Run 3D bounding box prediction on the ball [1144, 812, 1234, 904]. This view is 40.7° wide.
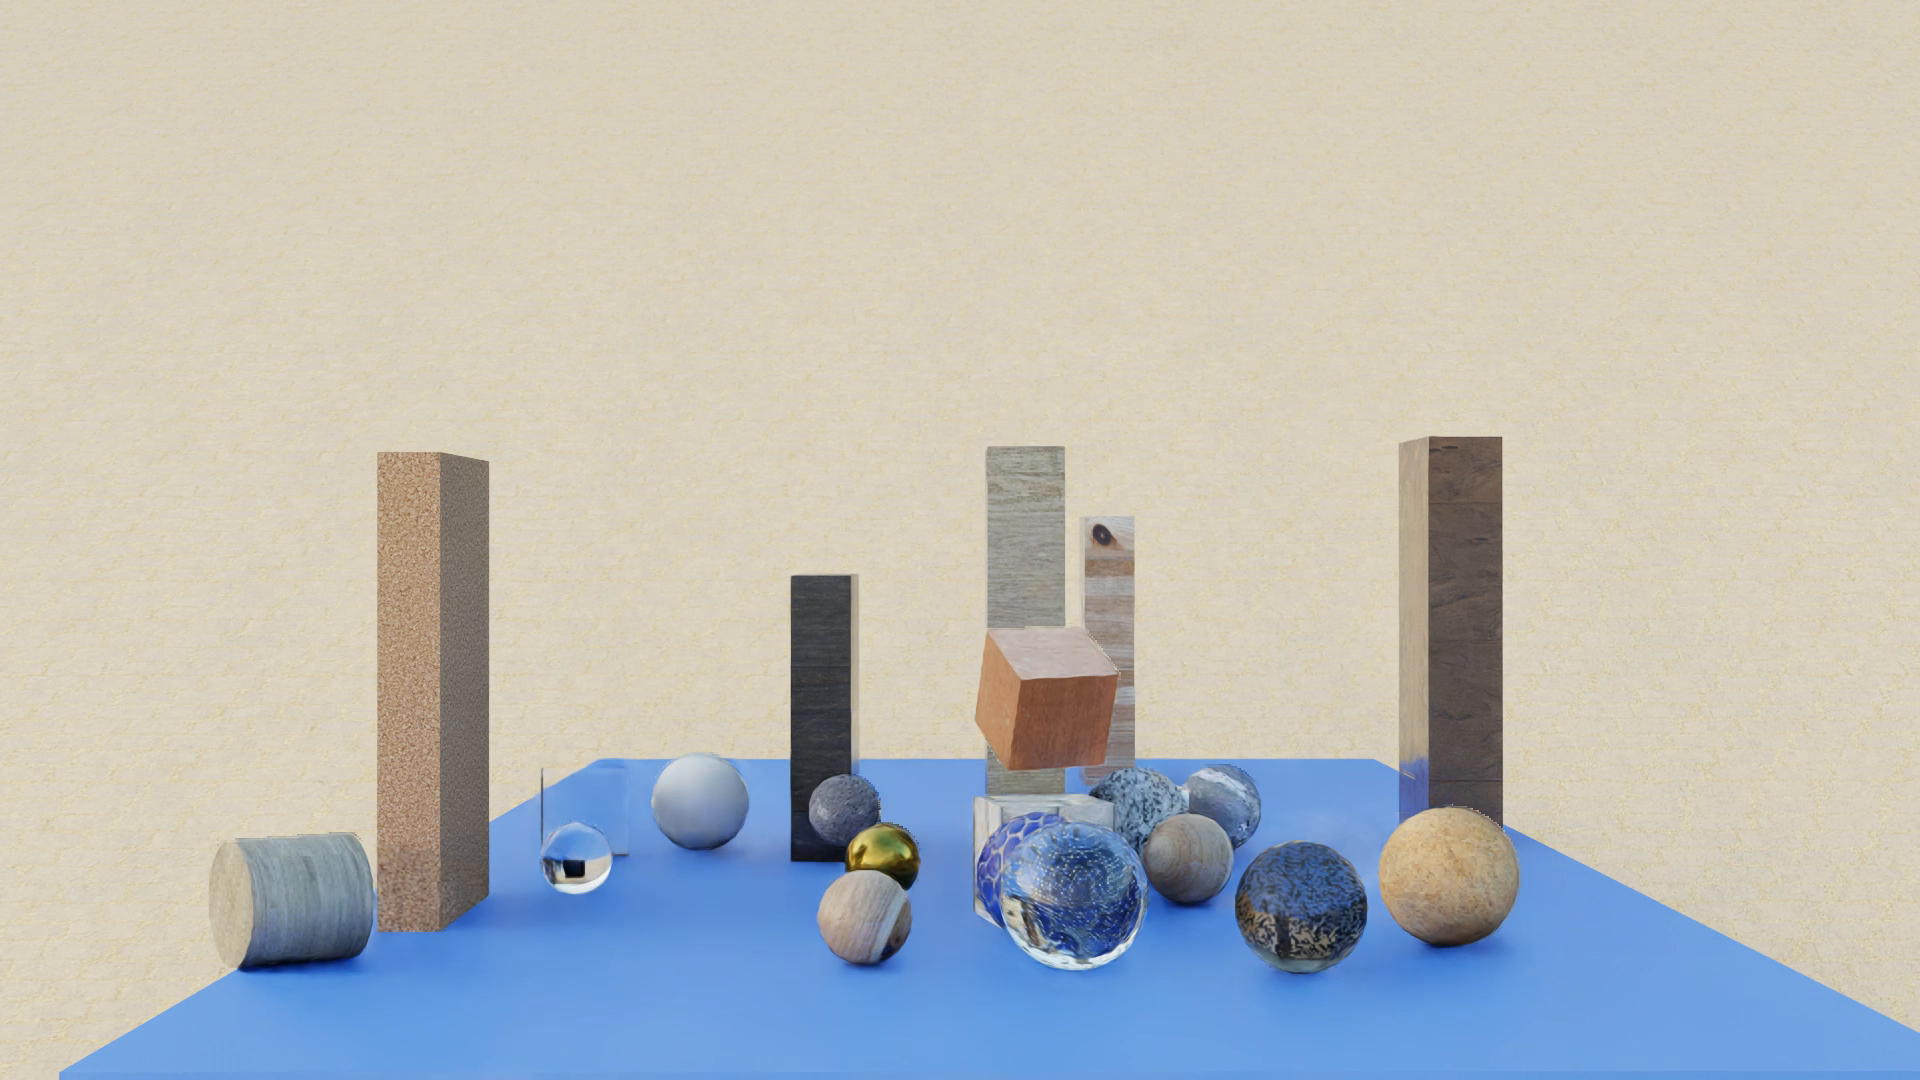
[{"bbox_3d":[0.349,0.485,3.943,0.138,0.138,0.138,0,31,0],"label":"ball"}]

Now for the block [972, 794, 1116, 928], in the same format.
[{"bbox_3d":[0.122,0.467,3.793,0.172,0.172,0.172,0,0,-13],"label":"block"}]

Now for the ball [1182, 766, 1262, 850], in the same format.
[{"bbox_3d":[0.462,0.480,4.620,0.154,0.154,0.154,0,31,0],"label":"ball"}]

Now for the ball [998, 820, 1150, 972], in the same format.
[{"bbox_3d":[0.146,0.455,3.319,0.193,0.193,0.193,0,31,0],"label":"ball"}]

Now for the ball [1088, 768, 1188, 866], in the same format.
[{"bbox_3d":[0.290,0.465,4.274,0.180,0.180,0.180,0,31,0],"label":"ball"}]

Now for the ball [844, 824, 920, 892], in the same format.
[{"bbox_3d":[-0.119,0.496,3.988,0.116,0.116,0.116,0,31,0],"label":"ball"}]

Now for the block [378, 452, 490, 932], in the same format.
[{"bbox_3d":[-0.780,0.215,3.852,0.089,0.678,0.385,0,0,0],"label":"block"}]

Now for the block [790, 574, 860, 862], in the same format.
[{"bbox_3d":[-0.241,0.309,4.665,0.105,0.495,0.364,0,0,0],"label":"block"}]

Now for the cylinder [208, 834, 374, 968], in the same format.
[{"bbox_3d":[-0.874,0.470,3.380,0.162,0.162,0.162,0,25,-36],"label":"cylinder"}]

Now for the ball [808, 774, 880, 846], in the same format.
[{"bbox_3d":[-0.198,0.462,4.422,0.122,0.122,0.122,0,31,0],"label":"ball"}]

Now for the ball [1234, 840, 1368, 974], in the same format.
[{"bbox_3d":[0.434,0.467,3.293,0.169,0.169,0.169,0,31,0],"label":"ball"}]

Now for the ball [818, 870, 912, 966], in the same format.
[{"bbox_3d":[-0.123,0.490,3.366,0.123,0.123,0.123,0,31,0],"label":"ball"}]

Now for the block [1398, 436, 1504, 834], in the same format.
[{"bbox_3d":[0.912,0.185,4.826,0.135,0.743,0.312,0,0,0],"label":"block"}]

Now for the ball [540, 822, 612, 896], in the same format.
[{"bbox_3d":[-0.600,0.498,4.047,0.113,0.113,0.113,0,31,0],"label":"ball"}]

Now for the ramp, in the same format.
[{"bbox_3d":[0.068,0.607,4.673,2.000,0.100,4.000,0,0,0],"label":"ramp"}]

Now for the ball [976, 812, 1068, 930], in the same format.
[{"bbox_3d":[0.111,0.465,3.583,0.175,0.175,0.175,0,31,0],"label":"ball"}]

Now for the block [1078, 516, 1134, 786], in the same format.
[{"bbox_3d":[0.341,0.254,6.043,0.113,0.616,0.278,0,0,0],"label":"block"}]

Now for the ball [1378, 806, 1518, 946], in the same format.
[{"bbox_3d":[0.664,0.458,3.522,0.189,0.189,0.189,0,31,0],"label":"ball"}]

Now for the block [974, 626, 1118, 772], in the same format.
[{"bbox_3d":[0.094,0.175,2.862,0.113,0.113,0.113,-2,26,-20],"label":"block"}]

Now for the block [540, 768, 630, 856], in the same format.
[{"bbox_3d":[-0.655,0.475,4.529,0.151,0.151,0.151,0,-5,-7],"label":"block"}]

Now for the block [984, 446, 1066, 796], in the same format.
[{"bbox_3d":[0.103,0.205,4.202,0.121,0.700,0.381,0,0,0],"label":"block"}]

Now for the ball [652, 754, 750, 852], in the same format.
[{"bbox_3d":[-0.465,0.470,4.637,0.174,0.174,0.174,0,31,0],"label":"ball"}]
